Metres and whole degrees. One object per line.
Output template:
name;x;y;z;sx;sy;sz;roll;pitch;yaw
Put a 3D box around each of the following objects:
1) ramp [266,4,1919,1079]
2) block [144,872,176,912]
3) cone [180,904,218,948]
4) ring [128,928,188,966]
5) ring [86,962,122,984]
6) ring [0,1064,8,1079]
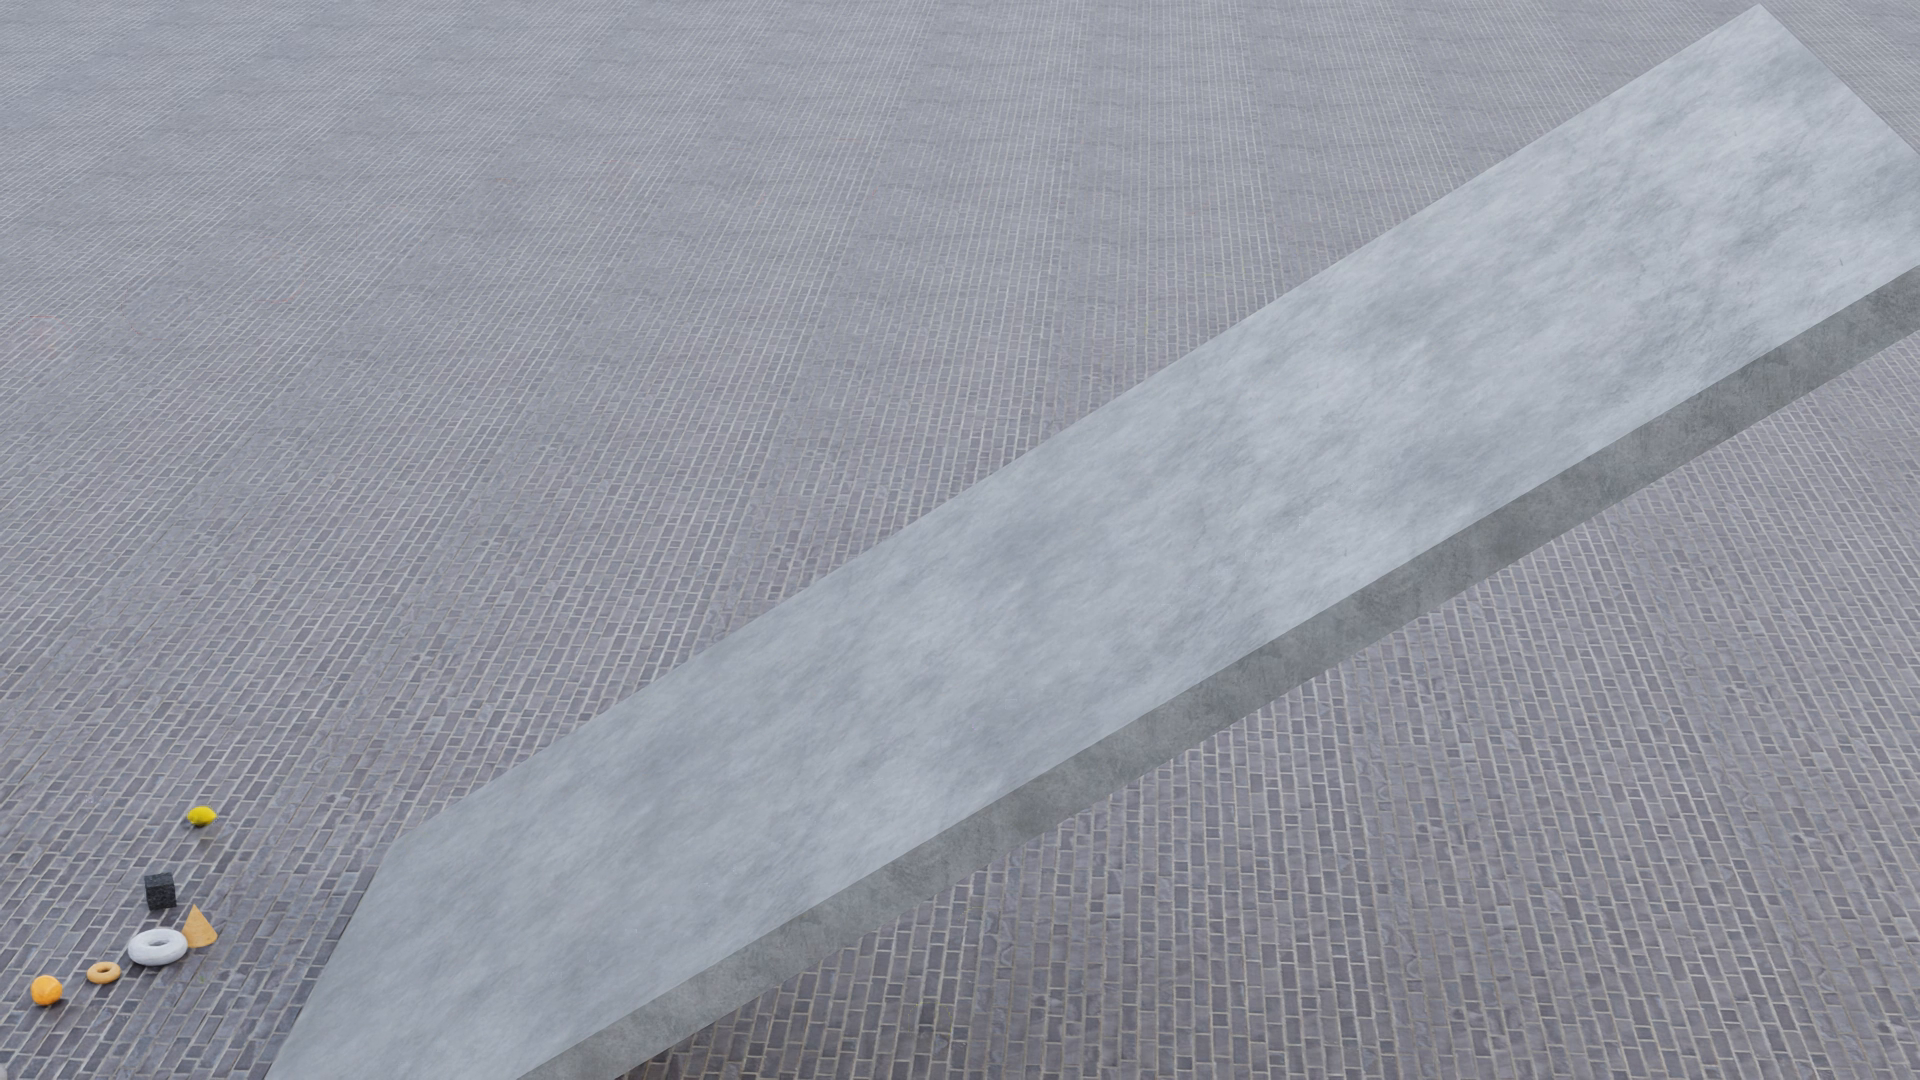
ramp;0.138;0.172;6.299;4.000;0.100;2.000;-31;16;14
block;-2.052;0.902;7.549;0.068;0.068;0.068;-8;22;-20
cone;-1.914;0.954;7.368;0.098;0.098;0.098;0;21;0
ring;-1.989;1.010;7.293;0.145;0.048;0.145;1;19;0
ring;-2.094;1.058;7.193;0.081;0.027;0.081;0;22;0
ring;-2.245;1.233;6.701;0.146;0.049;0.146;-1;22;0
